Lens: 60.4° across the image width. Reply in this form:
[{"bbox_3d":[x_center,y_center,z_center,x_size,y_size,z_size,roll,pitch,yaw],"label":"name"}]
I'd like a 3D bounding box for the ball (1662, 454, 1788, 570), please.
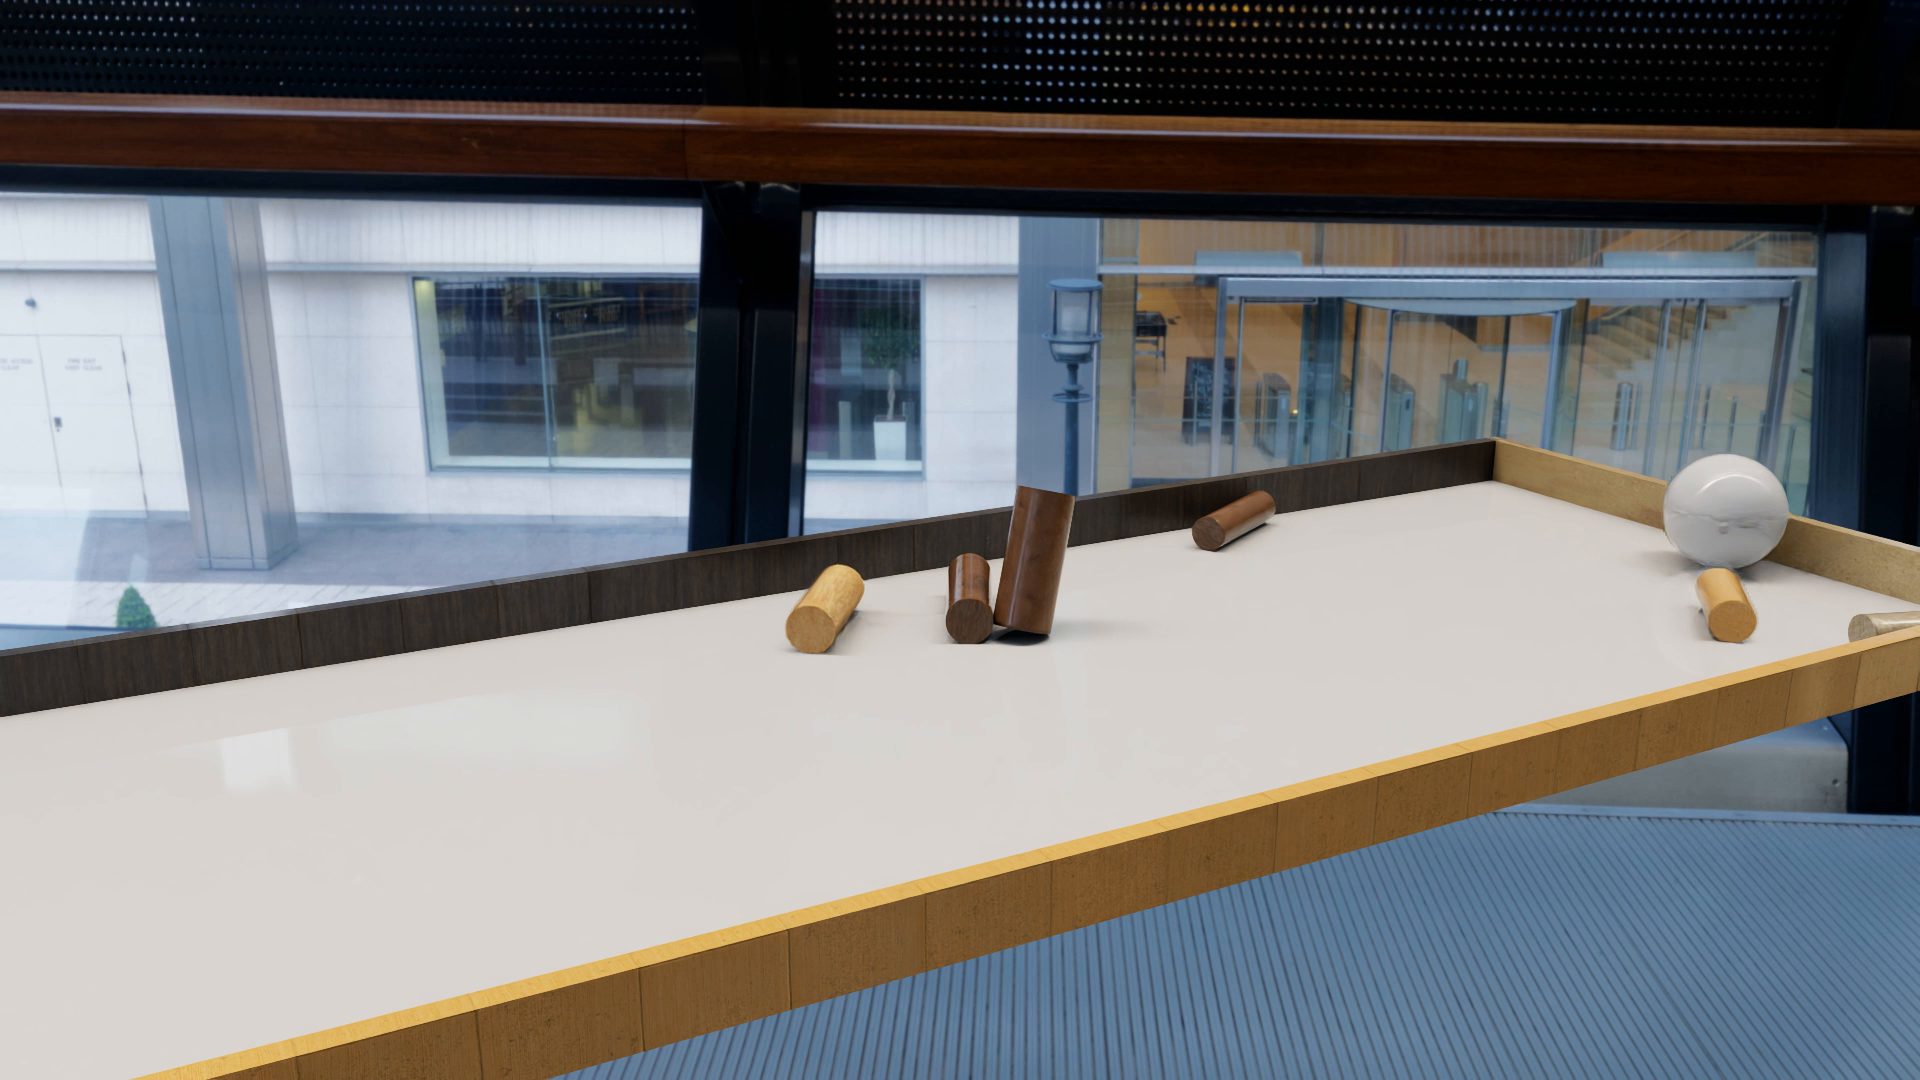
[{"bbox_3d":[2.330,-0.086,5.026,0.351,0.351,0.351,0,16,0],"label":"ball"}]

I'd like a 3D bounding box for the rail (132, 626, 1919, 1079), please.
[{"bbox_3d":[-2.336,1.006,1.665,12.000,0.150,0.050,-9,18,-27],"label":"rail"}]

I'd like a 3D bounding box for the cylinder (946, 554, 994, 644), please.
[{"bbox_3d":[0.026,0.159,4.588,0.128,0.128,0.418,0,16,0],"label":"cylinder"}]

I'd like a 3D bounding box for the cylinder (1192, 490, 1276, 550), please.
[{"bbox_3d":[0.897,-0.066,5.385,0.110,0.110,0.404,11,20,32],"label":"cylinder"}]

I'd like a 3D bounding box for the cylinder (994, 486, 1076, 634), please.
[{"bbox_3d":[0.200,0.053,4.450,0.162,0.378,0.162,10,2,0],"label":"cylinder"}]

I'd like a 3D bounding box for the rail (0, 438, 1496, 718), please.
[{"bbox_3d":[-3.305,0.497,3.399,12.000,0.150,0.050,-9,18,-27],"label":"rail"}]

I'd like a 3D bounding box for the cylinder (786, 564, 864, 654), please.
[{"bbox_3d":[-0.364,0.185,4.490,0.134,0.134,0.363,2,17,8],"label":"cylinder"}]

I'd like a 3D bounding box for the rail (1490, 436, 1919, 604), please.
[{"bbox_3d":[2.466,-0.048,5.253,0.050,0.150,2.100,-9,18,-27],"label":"rail"}]

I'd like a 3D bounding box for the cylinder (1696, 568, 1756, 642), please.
[{"bbox_3d":[2.108,0.177,4.546,0.118,0.118,0.309,5,17,16],"label":"cylinder"}]

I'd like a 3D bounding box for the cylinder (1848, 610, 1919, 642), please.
[{"bbox_3d":[2.556,0.239,4.351,0.391,0.107,0.107,-3,17,-9],"label":"cylinder"}]
